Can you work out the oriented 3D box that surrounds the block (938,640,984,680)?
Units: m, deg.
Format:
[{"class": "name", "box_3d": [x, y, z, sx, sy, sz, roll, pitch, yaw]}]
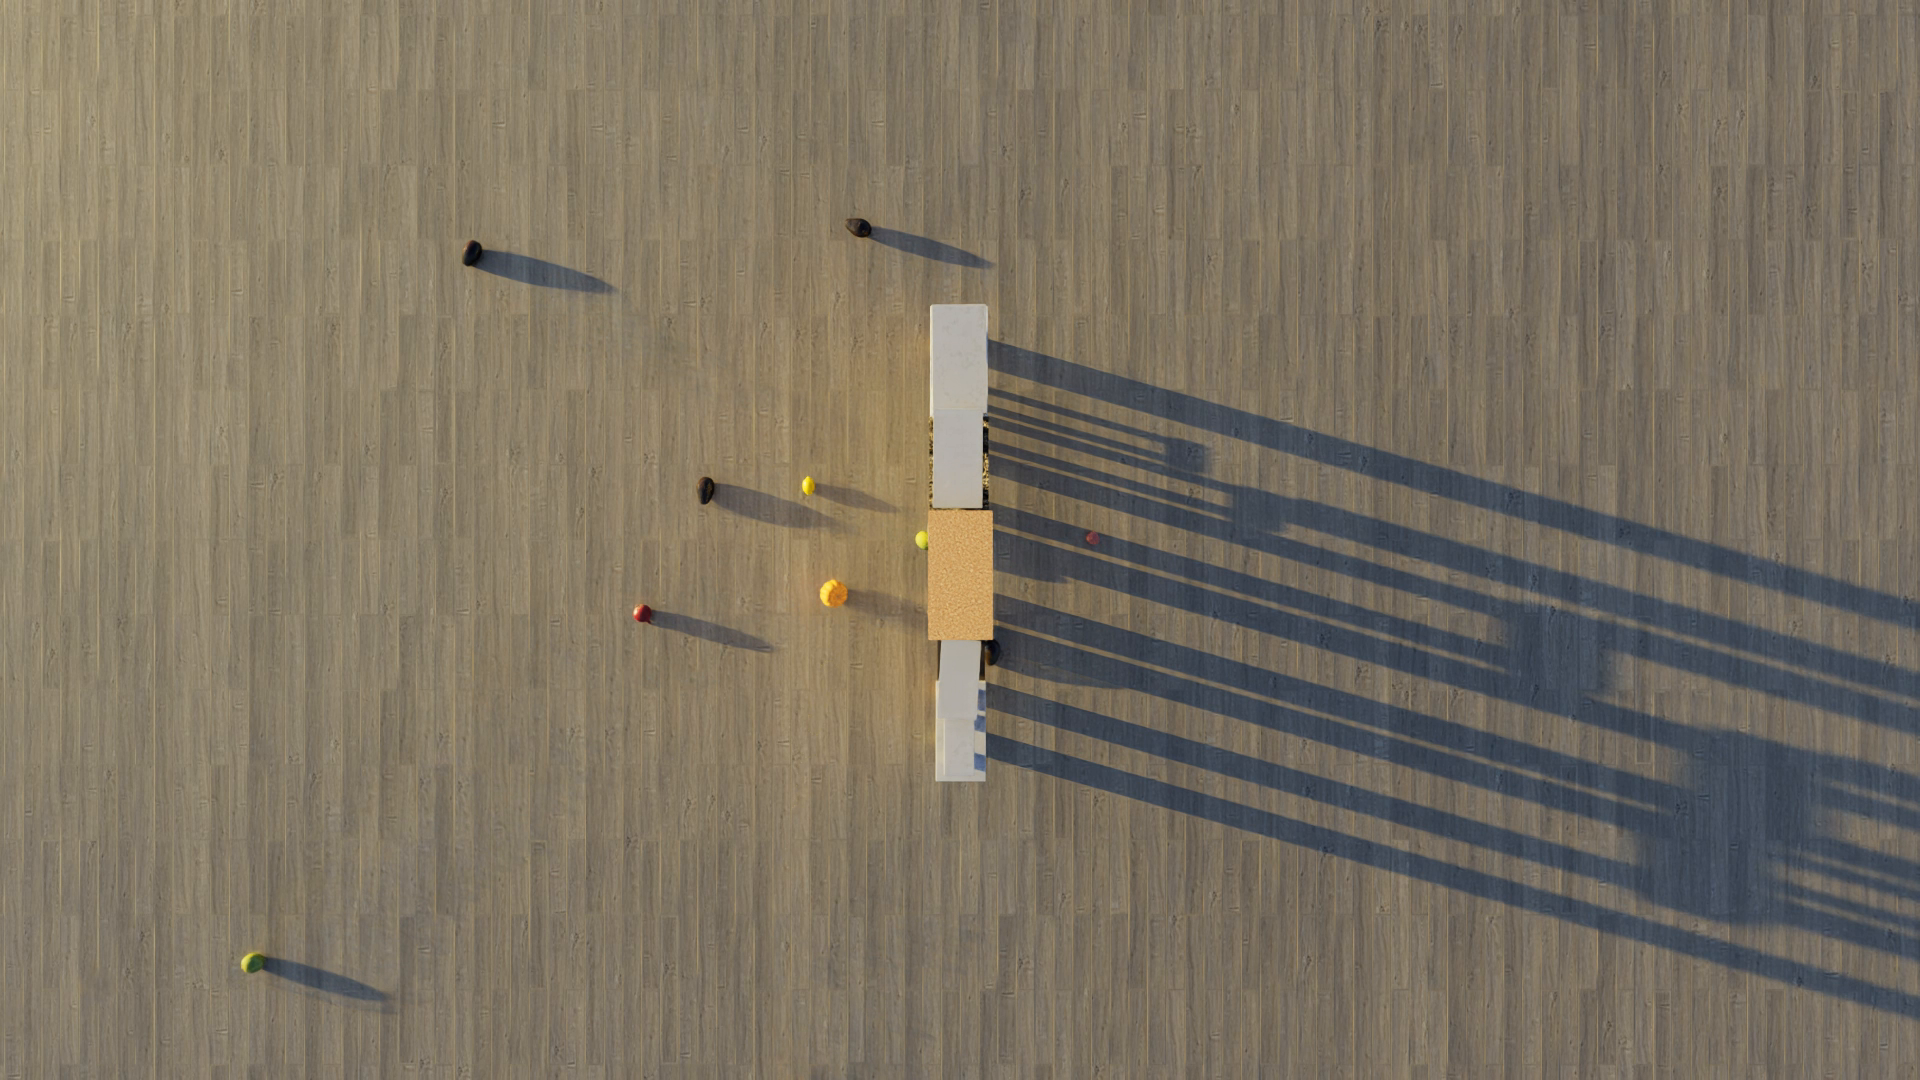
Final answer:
[{"class": "block", "box_3d": [0.004, 0.393, 5.182, 0.148, 0.042, 0.297, 0, 90, 0]}]

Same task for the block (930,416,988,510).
[{"class": "block", "box_3d": [-0.003, -0.184, 4.772, 0.171, 0.048, 0.342, 0, 90, 0]}]

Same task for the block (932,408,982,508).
[{"class": "block", "box_3d": [-0.006, -0.220, 4.463, 0.133, 0.038, 0.266, 0, 90, 0]}]

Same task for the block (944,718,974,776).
[{"class": "block", "box_3d": [-0.002, 0.577, 4.646, 0.085, 0.024, 0.170, 0, 90, 0]}]

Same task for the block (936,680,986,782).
[{"class": "block", "box_3d": [0.003, 0.561, 4.849, 0.146, 0.041, 0.292, 0, 90, 0]}]

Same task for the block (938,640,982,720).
[{"class": "block", "box_3d": [-0.002, 0.387, 4.592, 0.110, 0.031, 0.220, 3, 90, 0]}]

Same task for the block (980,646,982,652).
[{"class": "block", "box_3d": [0.005, 0.302, 4.797, 0.110, 0.380, 0.031, 15, 90, 0]}]

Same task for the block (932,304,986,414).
[{"class": "block", "box_3d": [-0.002, -0.508, 4.642, 0.152, 0.043, 0.304, 0, 90, 0]}]

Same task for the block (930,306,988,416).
[{"class": "block", "box_3d": [-0.003, -0.531, 4.992, 0.173, 0.049, 0.347, 0, 90, 0]}]

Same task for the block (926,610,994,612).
[{"class": "block", "box_3d": [0.003, 0.200, 4.622, 0.171, 0.434, 0.048, -15, 87, 0]}]

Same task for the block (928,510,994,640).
[{"class": "block", "box_3d": [0.001, 0.093, 4.380, 0.171, 0.048, 0.342, 0, 90, 0]}]
